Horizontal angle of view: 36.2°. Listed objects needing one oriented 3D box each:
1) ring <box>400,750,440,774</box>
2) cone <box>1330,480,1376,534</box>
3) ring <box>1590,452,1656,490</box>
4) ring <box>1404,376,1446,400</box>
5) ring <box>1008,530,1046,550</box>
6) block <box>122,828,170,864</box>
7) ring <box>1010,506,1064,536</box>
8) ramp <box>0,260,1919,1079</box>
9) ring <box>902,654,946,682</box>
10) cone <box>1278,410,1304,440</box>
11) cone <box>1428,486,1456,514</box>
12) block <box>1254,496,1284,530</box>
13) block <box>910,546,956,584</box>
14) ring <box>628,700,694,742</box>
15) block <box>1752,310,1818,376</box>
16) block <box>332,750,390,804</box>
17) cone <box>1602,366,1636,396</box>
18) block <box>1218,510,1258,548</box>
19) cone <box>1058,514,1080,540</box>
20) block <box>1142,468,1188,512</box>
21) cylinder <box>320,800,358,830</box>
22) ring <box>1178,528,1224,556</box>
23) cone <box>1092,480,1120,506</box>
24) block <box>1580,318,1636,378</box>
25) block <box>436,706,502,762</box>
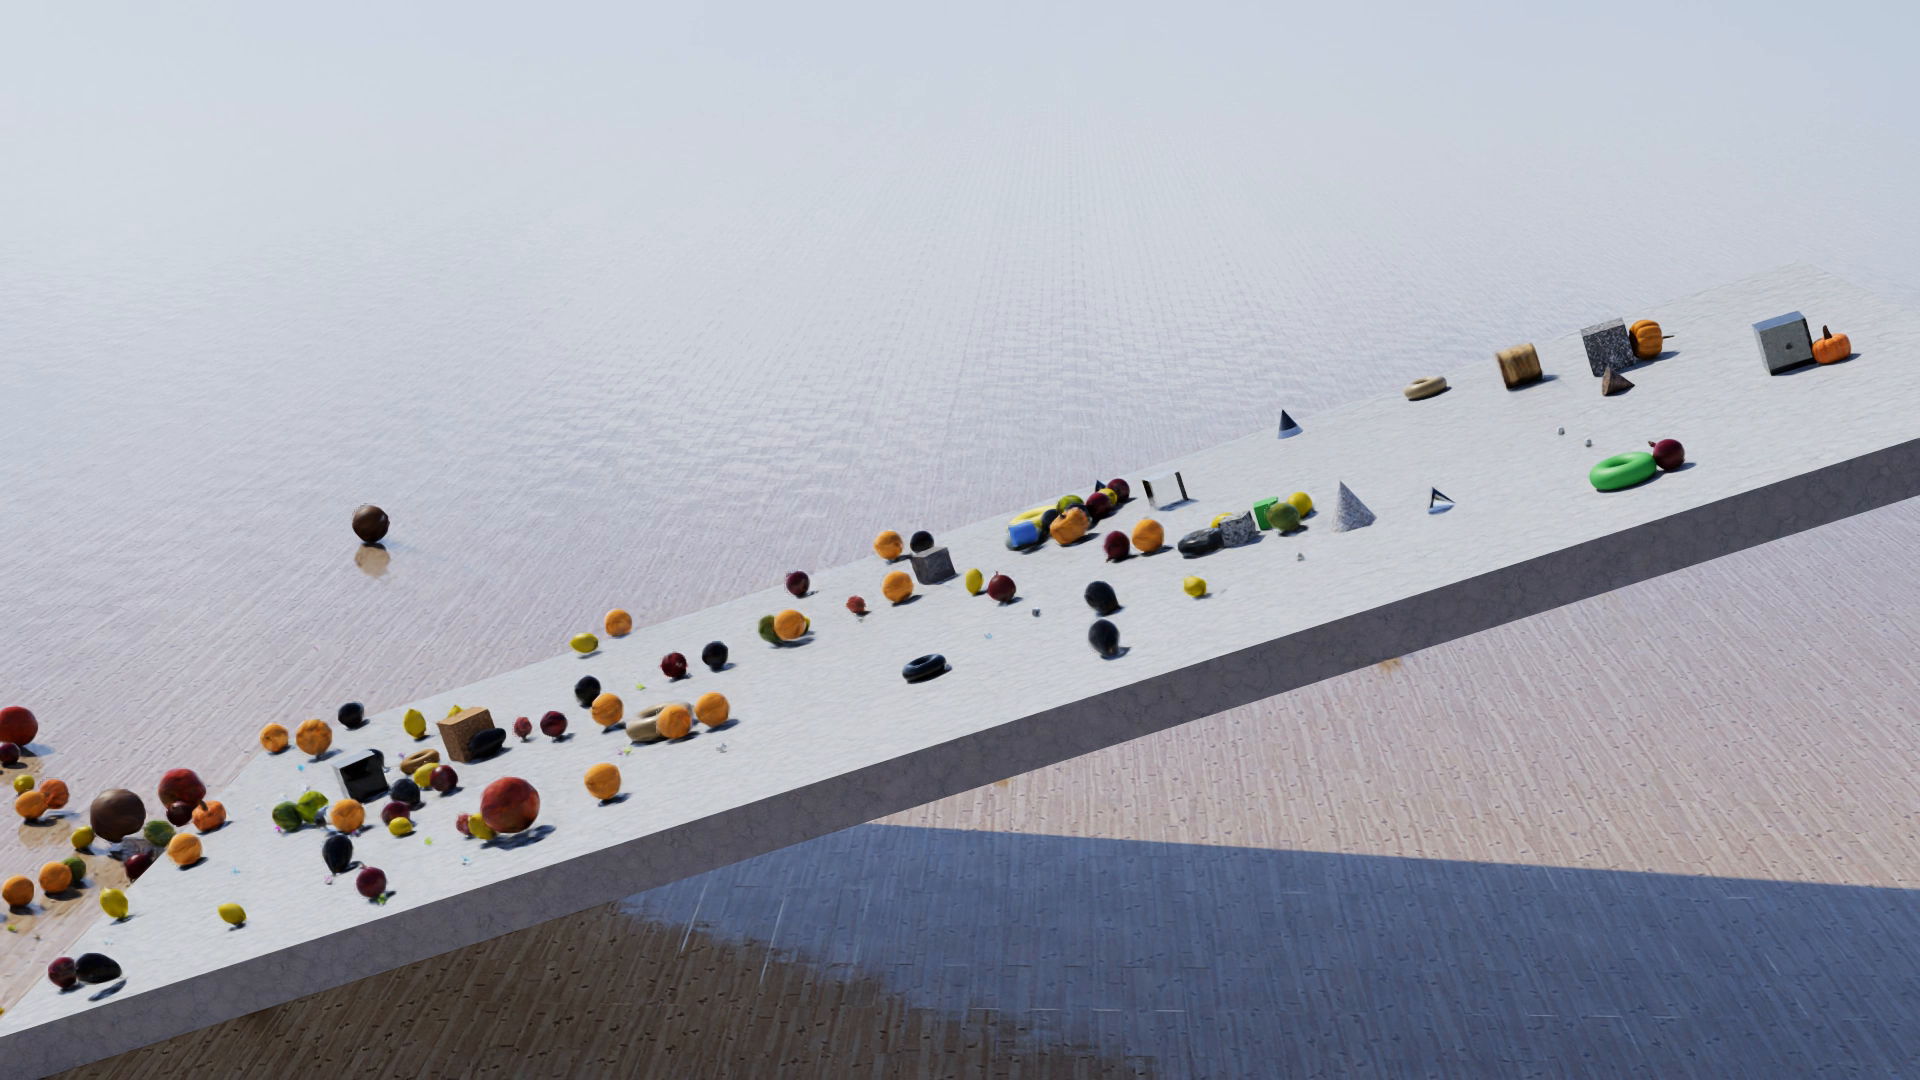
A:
[{"bbox_3d":[-1.214,0.498,6.614,0.093,0.031,0.093,-18,12,4],"label":"ring"},{"bbox_3d":[0.778,-0.076,5.919,0.096,0.096,0.096,-18,11,4],"label":"cone"},{"bbox_3d":[1.247,-0.130,5.533,0.128,0.043,0.128,-17,12,4],"label":"ring"},{"bbox_3d":[1.104,-0.362,6.977,0.105,0.035,0.105,-17,10,3],"label":"ring"},{"bbox_3d":[0.156,-0.004,6.801,0.092,0.031,0.092,-18,12,4],"label":"ring"},{"bbox_3d":[-1.897,0.714,6.851,0.070,0.070,0.070,3,-13,16],"label":"block"},{"bbox_3d":[0.181,-0.042,6.908,0.137,0.046,0.137,-19,12,4],"label":"ring"},{"bbox_3d":[0.104,0.181,6.307,4.000,0.100,2.000,-18,11,6],"label":"ramp"},{"bbox_3d":[-0.071,0.255,5.880,0.094,0.031,0.094,-19,11,4],"label":"ring"},{"bbox_3d":[0.781,-0.284,7.044,0.067,0.067,0.067,-18,11,4],"label":"cone"},{"bbox_3d":[0.954,-0.075,5.806,0.055,0.055,0.055,9,12,3],"label":"cone"},{"bbox_3d":[0.647,-0.056,6.168,0.051,0.051,0.051,-17,11,9],"label":"block"},{"bbox_3d":[-0.063,0.059,6.764,0.066,0.066,0.066,-24,12,-28],"label":"block"},{"bbox_3d":[-0.627,0.379,6.162,0.148,0.049,0.148,-17,12,4],"label":"ring"},{"bbox_3d":[1.685,-0.402,6.011,0.096,0.096,0.096,-17,11,10],"label":"block"},{"bbox_3d":[-1.331,0.525,6.524,0.086,0.086,0.086,-23,11,-21],"label":"block"},{"bbox_3d":[1.419,-0.337,6.318,0.065,0.065,0.065,8,12,-1],"label":"cone"},{"bbox_3d":[0.577,-0.023,6.107,0.055,0.055,0.055,-13,12,26],"label":"block"},{"bbox_3d":[0.244,-0.036,6.748,0.054,0.054,0.054,-18,11,4],"label":"cone"},{"bbox_3d":[0.468,-0.115,6.712,0.072,0.072,0.072,-21,11,-10],"label":"block"},{"bbox_3d":[-1.325,0.588,6.278,0.057,0.057,0.057,-14,1,38],"label":"cylinder"},{"bbox_3d":[0.507,0.004,6.145,0.109,0.036,0.109,-17,11,4],"label":"ring"},{"bbox_3d":[0.352,-0.108,6.994,0.067,0.067,0.067,8,12,0],"label":"cone"},{"bbox_3d":[1.447,-0.431,6.567,0.096,0.096,0.096,-16,11,12],"label":"block"},{"bbox_3d":[-1.095,0.434,6.564,0.092,0.092,0.092,-25,12,-29],"label":"block"}]
